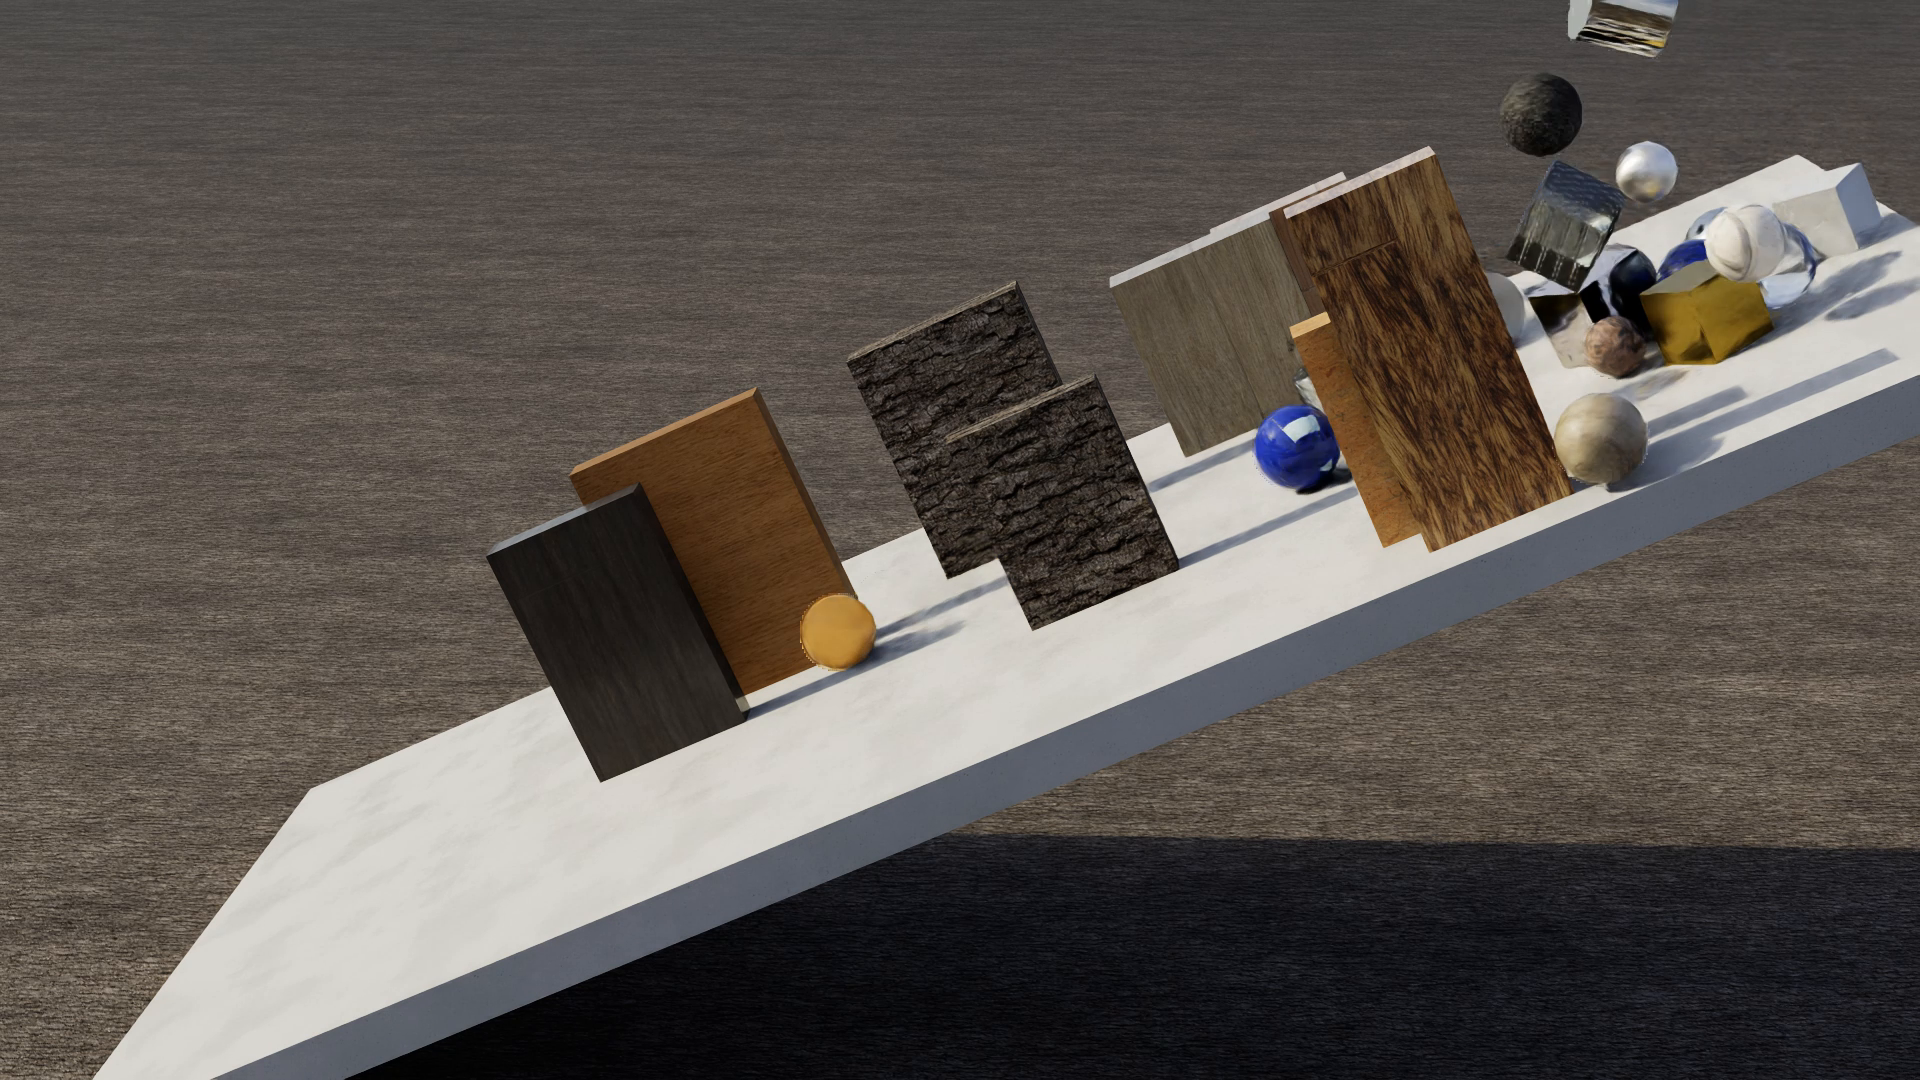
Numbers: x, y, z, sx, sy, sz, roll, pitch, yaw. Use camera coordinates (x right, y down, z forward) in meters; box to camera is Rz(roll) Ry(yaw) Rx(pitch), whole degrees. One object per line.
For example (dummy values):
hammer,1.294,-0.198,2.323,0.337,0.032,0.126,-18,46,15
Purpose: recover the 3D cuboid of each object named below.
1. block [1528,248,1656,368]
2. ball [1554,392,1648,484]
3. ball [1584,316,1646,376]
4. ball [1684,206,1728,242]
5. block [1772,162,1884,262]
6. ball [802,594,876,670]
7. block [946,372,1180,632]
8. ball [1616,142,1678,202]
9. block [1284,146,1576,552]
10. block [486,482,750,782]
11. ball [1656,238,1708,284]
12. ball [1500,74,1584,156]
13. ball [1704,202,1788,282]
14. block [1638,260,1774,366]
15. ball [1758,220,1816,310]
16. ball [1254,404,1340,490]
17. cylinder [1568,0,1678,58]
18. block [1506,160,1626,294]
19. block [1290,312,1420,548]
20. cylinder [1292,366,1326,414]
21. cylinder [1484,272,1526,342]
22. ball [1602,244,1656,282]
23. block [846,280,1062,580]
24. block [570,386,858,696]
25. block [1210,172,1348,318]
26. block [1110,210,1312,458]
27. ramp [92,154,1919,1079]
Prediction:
block,1.308,-0.472,6.006,0.172,0.172,0.172,-36,15,-19
ball,1.130,-0.179,5.185,0.161,0.161,0.161,0,15,0
ball,1.299,-0.384,5.828,0.120,0.120,0.120,0,15,0
ball,1.576,-0.597,6.040,0.175,0.175,0.175,0,15,0
block,1.776,-0.666,6.017,0.142,0.142,0.142,-13,18,44
ball,-0.260,0.197,6.318,0.160,0.160,0.160,0,15,0
block,0.208,-0.077,5.938,0.324,0.426,0.084,-23,13,8
ball,1.349,-0.723,5.783,0.119,0.119,0.119,0,15,0
block,0.840,-0.338,5.265,0.279,0.665,0.106,-23,13,8
block,-0.728,0.200,6.291,0.349,0.553,0.092,-23,13,8
ball,1.485,-0.519,5.903,0.173,0.173,0.173,0,15,0
ball,1.212,-0.887,6.135,0.172,0.172,0.172,0,15,0
ball,1.485,-0.561,5.557,0.151,0.151,0.151,0,15,0
block,1.448,-0.443,5.708,0.155,0.155,0.155,-30,14,-21
ball,1.582,-0.538,5.743,0.176,0.176,0.176,0,15,0
ball,0.695,-0.191,6.055,0.177,0.177,0.177,0,15,0
cylinder,1.281,-1.030,5.685,0.162,0.162,0.162,12,14,-5
block,1.209,-0.625,5.859,0.158,0.158,0.158,27,45,5
block,0.844,-0.252,5.437,0.320,0.434,0.105,-23,13,8
cylinder,0.814,-0.339,6.533,0.111,0.111,0.111,-33,14,9
cylinder,1.120,-0.497,6.483,0.179,0.179,0.179,-6,5,-22
ball,1.382,-0.540,6.190,0.167,0.167,0.167,0,15,0
block,0.049,-0.247,6.638,0.412,0.549,0.110,-23,13,8
block,-0.520,0.031,6.458,0.443,0.606,0.090,-23,13,8
block,0.820,-0.586,6.837,0.333,0.426,0.113,-23,13,8
block,0.611,-0.473,6.758,0.392,0.434,0.134,-23,13,8
ramp,0.133,0.170,6.284,4.000,0.100,2.000,-23,13,8
